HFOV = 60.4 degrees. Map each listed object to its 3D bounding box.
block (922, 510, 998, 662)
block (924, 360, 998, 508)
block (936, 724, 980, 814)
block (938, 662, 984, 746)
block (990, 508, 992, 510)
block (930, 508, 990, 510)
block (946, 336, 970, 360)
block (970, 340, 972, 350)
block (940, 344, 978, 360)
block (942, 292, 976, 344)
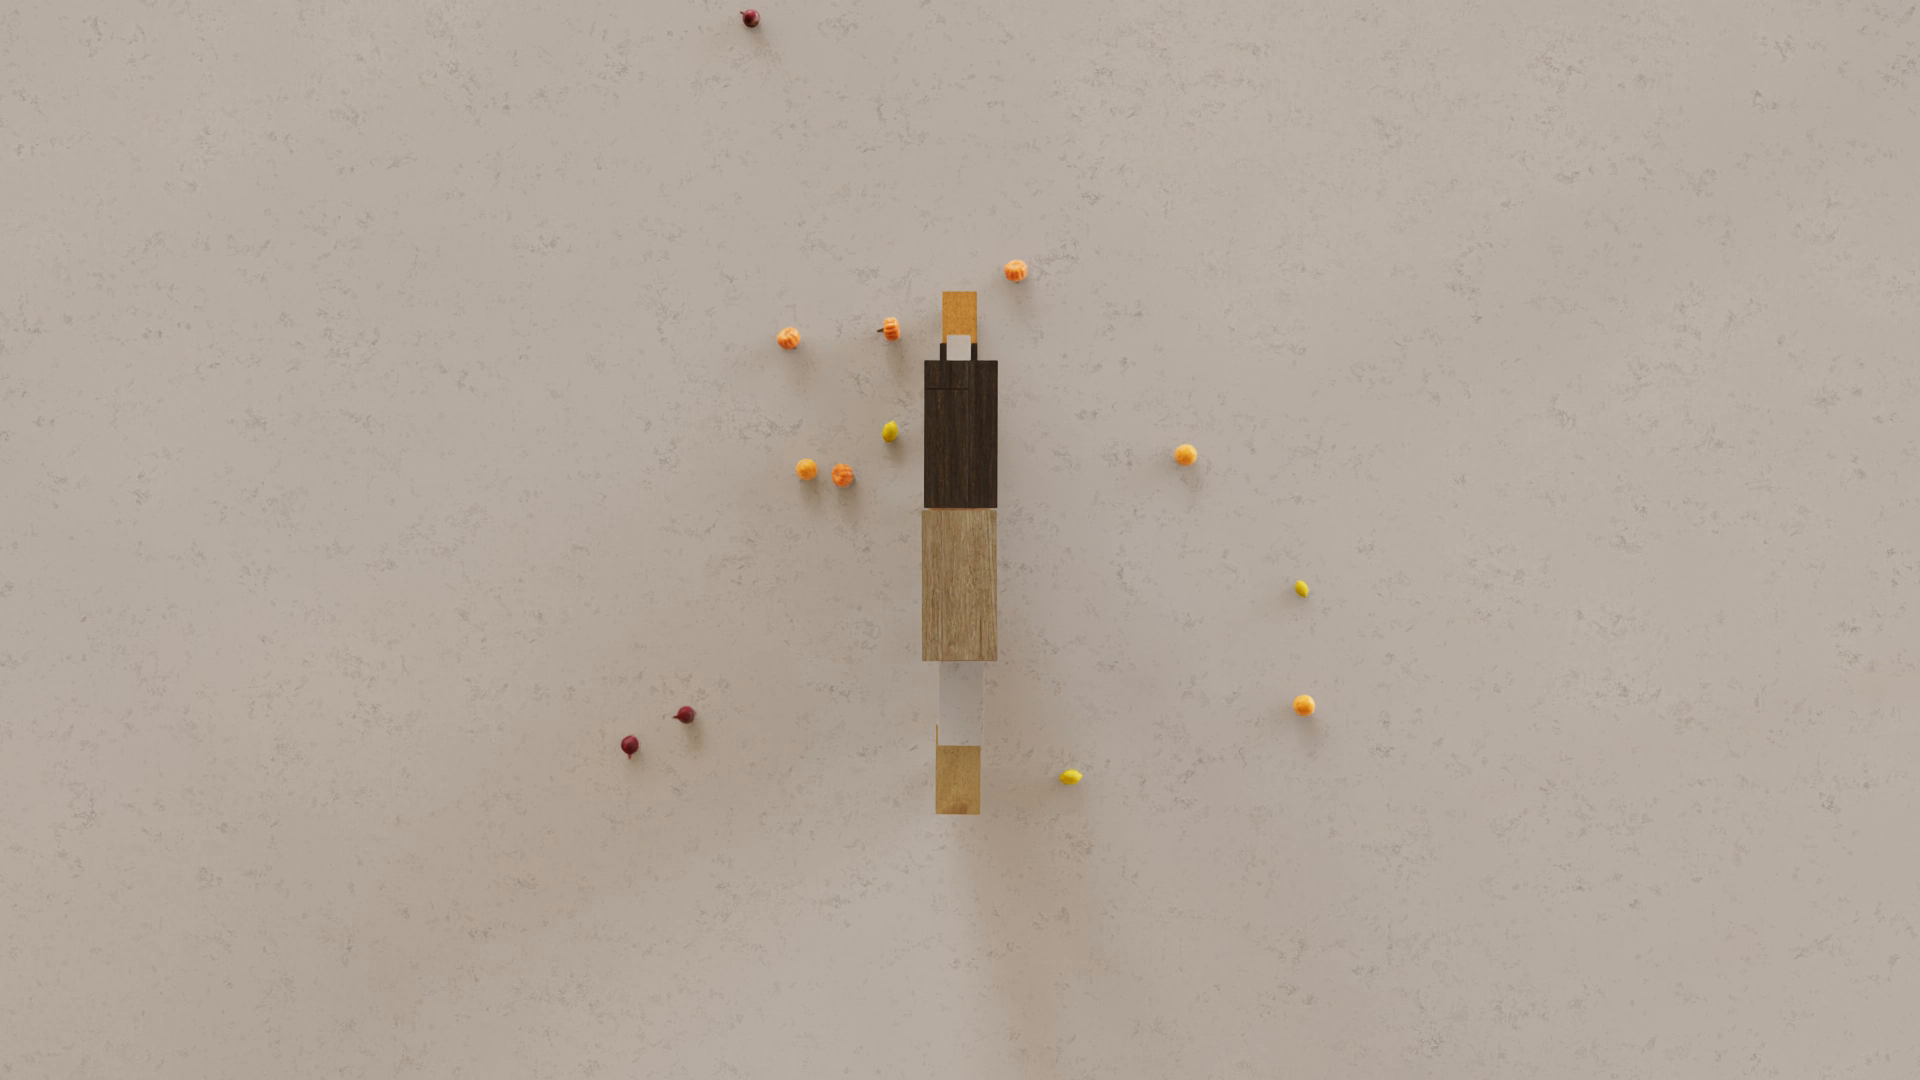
[{"bbox_3d":[-0.001,0.109,3.961,0.180,0.051,0.360,0,90,0],"label":"block"},{"bbox_3d":[0.002,-0.254,3.968,0.176,0.050,0.353,0,90,0],"label":"block"},{"bbox_3d":[-0.005,0.662,4.772,0.129,0.037,0.258,0,90,0],"label":"block"},{"bbox_3d":[0.003,0.413,4.276,0.118,0.033,0.236,0,90,0],"label":"block"},{"bbox_3d":[0.004,-0.181,4.736,0.170,0.048,0.339,0,90,0],"label":"block"},{"bbox_3d":[-0.001,-0.101,4.369,0.160,0.045,0.320,0,90,0],"label":"block"},{"bbox_3d":[-0.004,-0.502,4.581,0.066,0.019,0.131,0,90,0],"label":"block"},{"bbox_3d":[-0.002,-0.545,4.719,0.066,0.256,0.019,-1,90,0],"label":"block"},{"bbox_3d":[-0.004,-0.468,4.862,0.111,0.031,0.221,0,90,0],"label":"block"},{"bbox_3d":[-0.001,-0.682,5.266,0.109,0.031,0.219,0,90,0],"label":"block"}]
